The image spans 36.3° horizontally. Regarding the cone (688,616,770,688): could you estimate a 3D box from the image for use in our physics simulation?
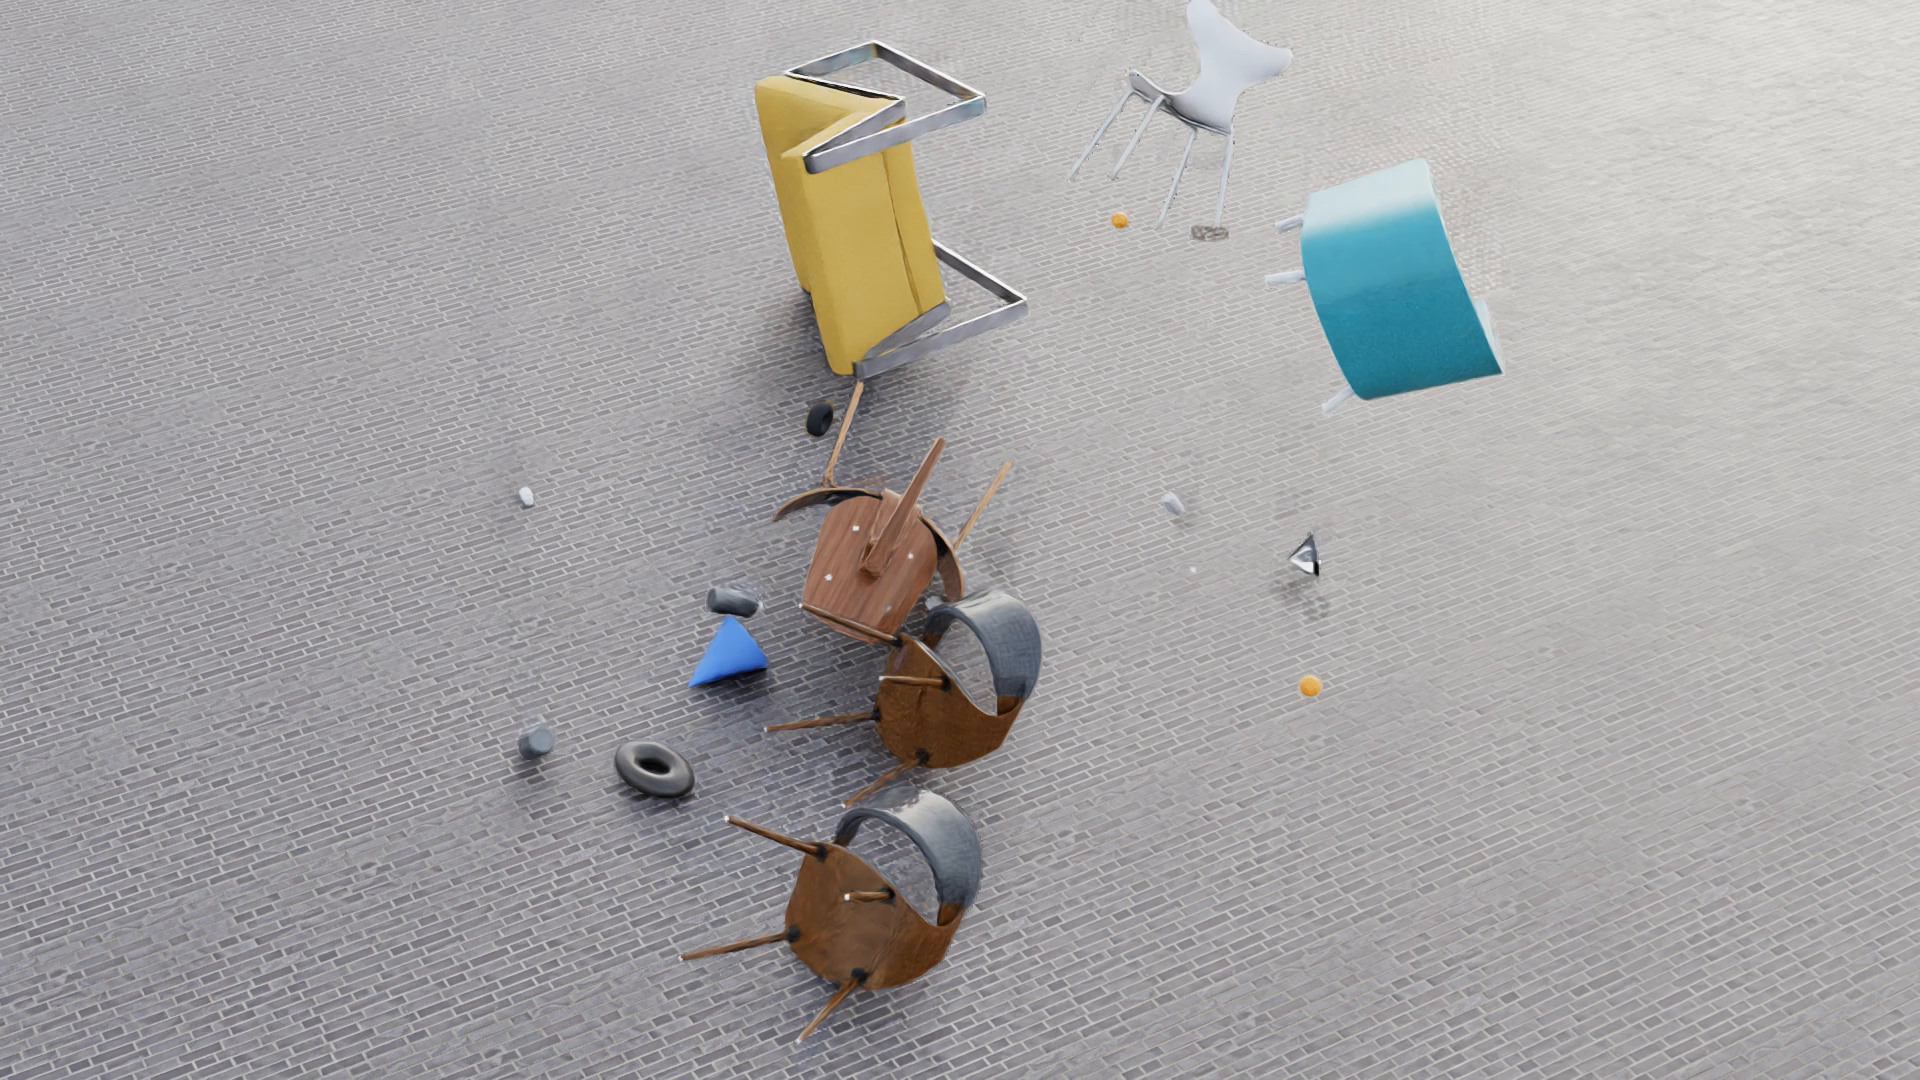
[{"bbox_3d":[-0.842,0.433,10.189,0.271,0.222,0.272,-38,18,-11],"label":"cone"}]

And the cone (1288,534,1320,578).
[{"bbox_3d":[1.247,0.064,10.715,0.105,0.168,0.094,-10,-1,2],"label":"cone"}]

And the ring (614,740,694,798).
[{"bbox_3d":[-1.015,0.759,9.733,0.209,0.066,0.330,-28,43,-36],"label":"ring"}]

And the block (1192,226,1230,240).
[{"bbox_3d":[1.017,-1.247,11.914,0.107,0.055,0.121,-1,9,-22],"label":"block"}]
